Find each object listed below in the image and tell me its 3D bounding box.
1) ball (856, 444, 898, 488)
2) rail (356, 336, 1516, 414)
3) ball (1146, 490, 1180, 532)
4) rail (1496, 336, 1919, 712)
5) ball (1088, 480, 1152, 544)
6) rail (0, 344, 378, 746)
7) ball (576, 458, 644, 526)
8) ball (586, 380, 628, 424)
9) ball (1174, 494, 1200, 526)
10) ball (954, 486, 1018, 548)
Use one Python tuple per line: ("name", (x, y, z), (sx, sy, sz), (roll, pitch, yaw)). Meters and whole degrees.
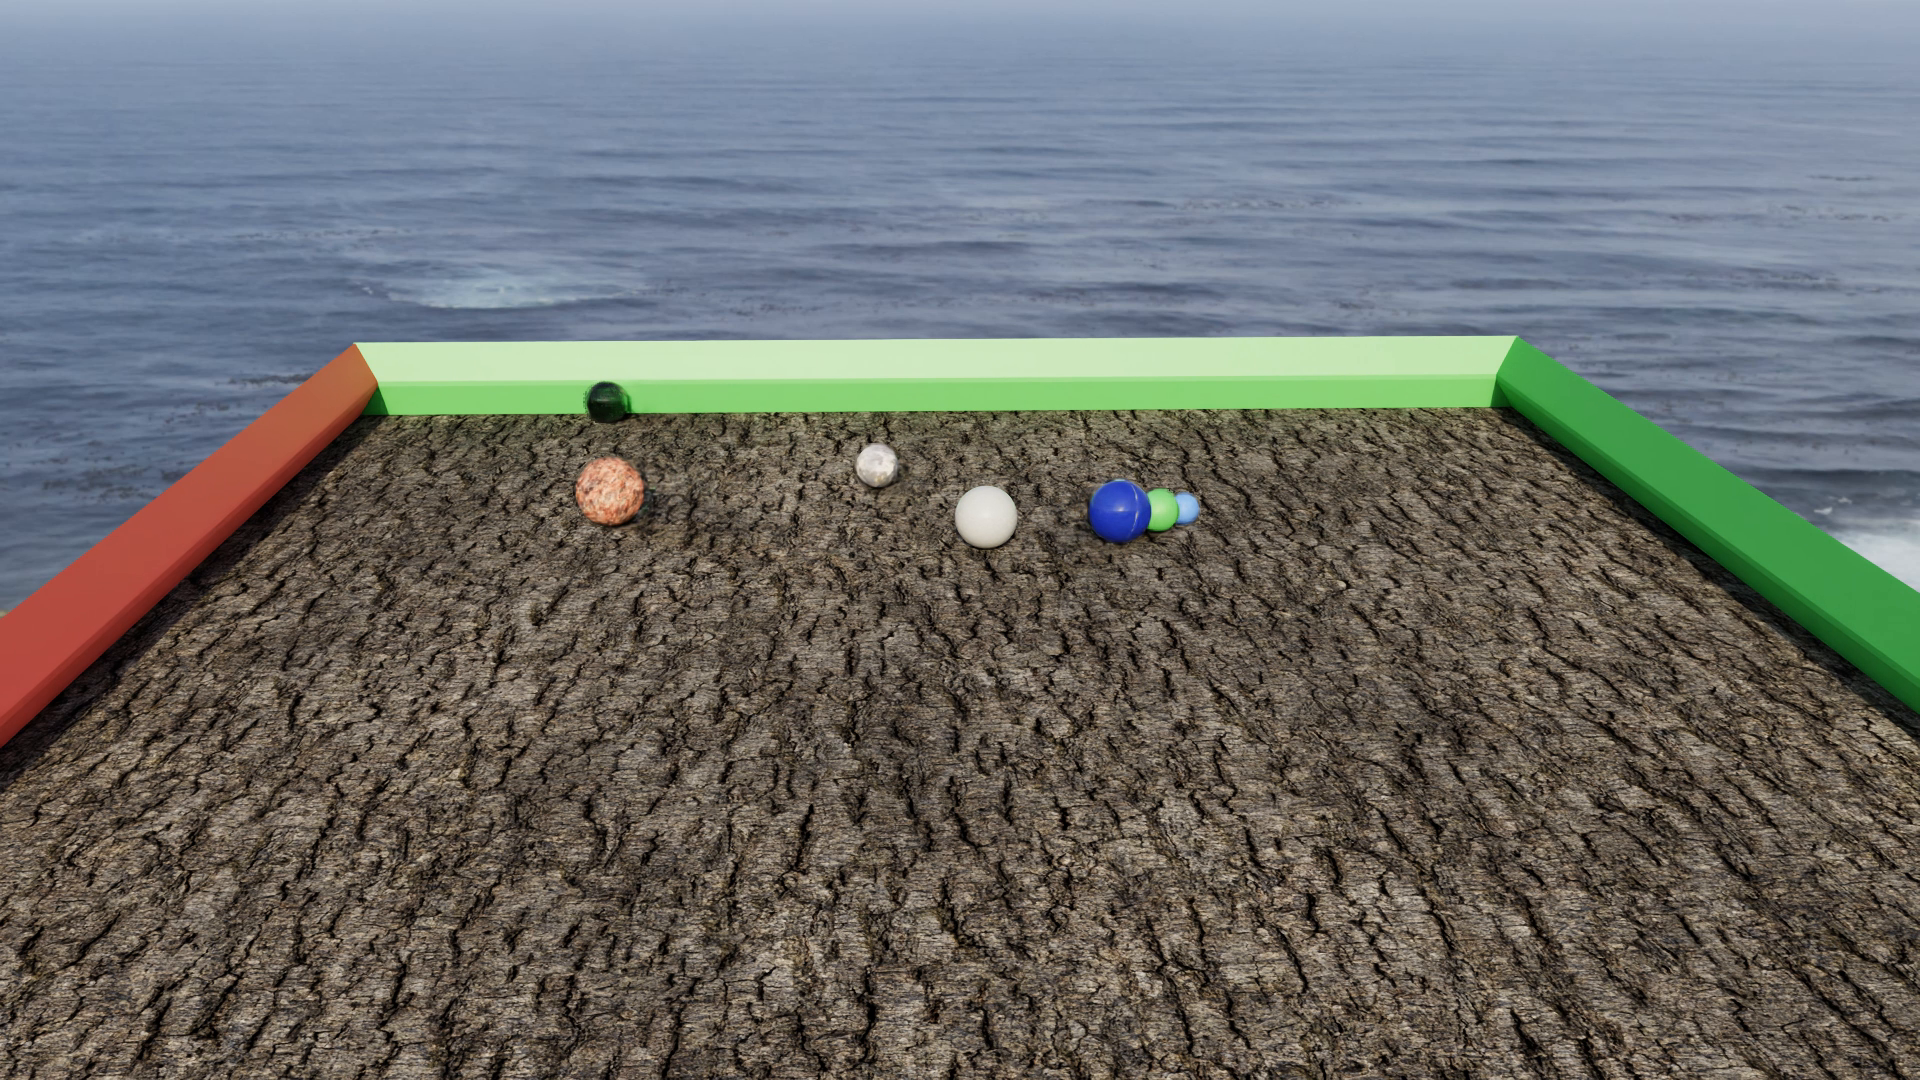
("ball", (-0.122, -0.109, 3.245), (0.063, 0.063, 0.063), (0, 15, 0))
("rail", (-0.032, -0.276, 3.735), (1.981, 0.122, 0.045), (-1, 15, -2))
("ball", (0.270, -0.040, 3.006), (0.058, 0.058, 0.058), (0, 15, 0))
("rail", (0.999, 0.222, 1.935), (0.045, 0.122, 3.852), (-1, 15, -2))
("ball", (0.215, -0.038, 2.948), (0.086, 0.086, 0.086), (0, 15, 0))
("rail", (-0.933, 0.240, 1.872), (0.045, 0.122, 3.852), (-1, 15, -2))
("ball", (-0.483, -0.066, 3.033), (0.094, 0.094, 0.094), (0, 15, 0))
("ball", (-0.590, -0.231, 3.674), (0.071, 0.071, 0.071), (0, 15, 0))
("ball", (0.310, -0.042, 3.042), (0.044, 0.044, 0.044), (0, 15, 0))
("ball", (0.035, -0.030, 2.923), (0.084, 0.084, 0.084), (0, 15, 0))
